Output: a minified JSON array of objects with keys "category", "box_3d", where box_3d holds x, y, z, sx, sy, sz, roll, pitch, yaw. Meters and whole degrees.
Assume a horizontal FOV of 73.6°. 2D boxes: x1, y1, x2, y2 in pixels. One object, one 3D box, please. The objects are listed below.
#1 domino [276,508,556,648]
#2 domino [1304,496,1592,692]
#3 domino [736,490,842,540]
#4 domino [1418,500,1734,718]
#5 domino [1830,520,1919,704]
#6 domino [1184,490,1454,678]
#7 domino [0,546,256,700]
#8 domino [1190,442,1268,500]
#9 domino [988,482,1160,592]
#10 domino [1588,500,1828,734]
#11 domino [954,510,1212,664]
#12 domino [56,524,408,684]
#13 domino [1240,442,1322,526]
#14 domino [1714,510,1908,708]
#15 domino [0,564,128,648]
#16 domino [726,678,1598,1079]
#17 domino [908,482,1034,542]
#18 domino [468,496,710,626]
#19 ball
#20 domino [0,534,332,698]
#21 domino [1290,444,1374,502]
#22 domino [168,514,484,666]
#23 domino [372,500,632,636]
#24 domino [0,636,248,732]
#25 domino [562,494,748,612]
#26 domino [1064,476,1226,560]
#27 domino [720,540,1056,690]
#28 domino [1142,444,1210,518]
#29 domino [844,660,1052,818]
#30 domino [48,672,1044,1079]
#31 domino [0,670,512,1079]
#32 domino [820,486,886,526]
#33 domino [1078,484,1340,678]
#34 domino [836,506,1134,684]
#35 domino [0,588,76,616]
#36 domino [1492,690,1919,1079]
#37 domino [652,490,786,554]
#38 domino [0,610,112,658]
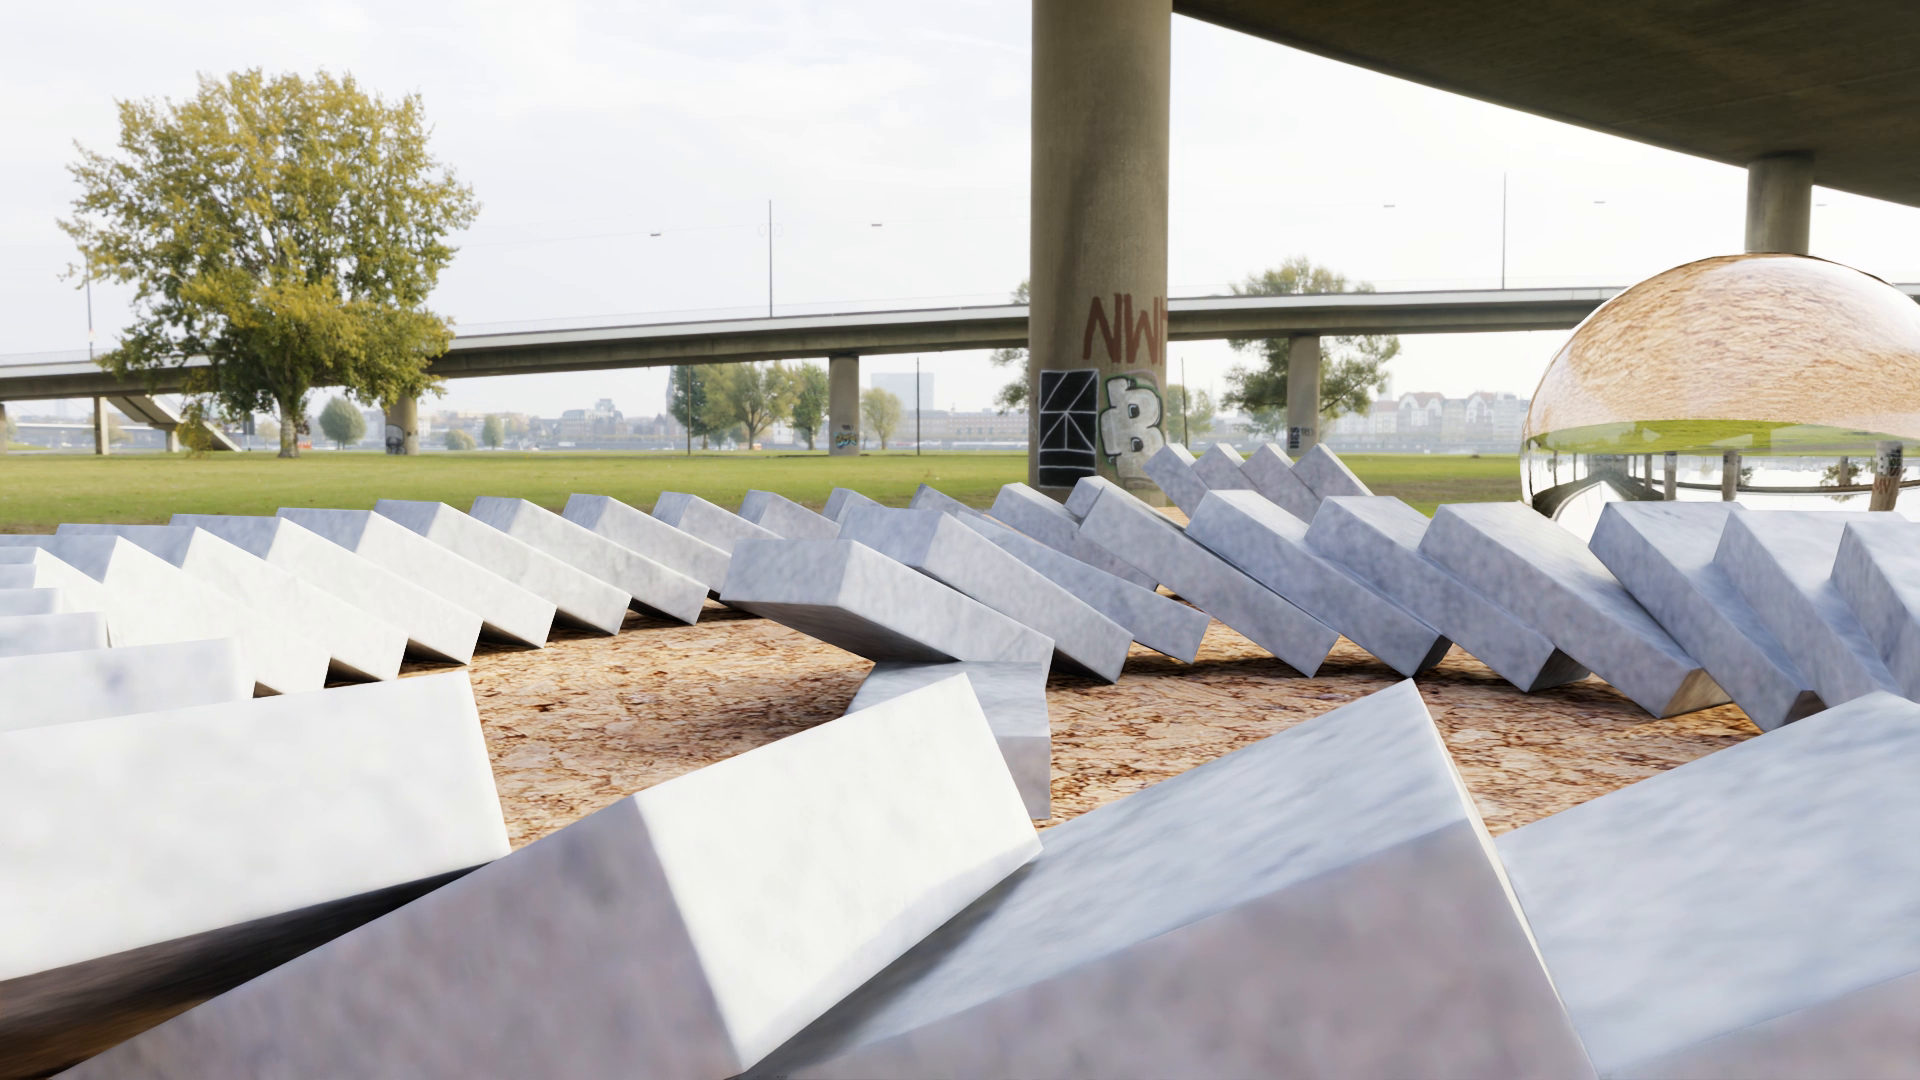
[{"category":"domino","box_3d":[-0.107,0.008,0.253,0.025,0.010,0.050,2,-22,26]},{"category":"domino","box_3d":[0.092,0.008,0.238,0.025,0.009,0.050,-2,33,-42]},{"category":"domino","box_3d":[-0.032,0.002,0.338,0.050,0.010,0.025,26,-7,-23]},{"category":"domino","box_3d":[0.107,0.010,0.221,0.025,0.010,0.050,-3,33,-35]},{"category":"domino","box_3d":[0.131,0.015,0.157,0.025,0.009,0.050,1,32,14]},{"category":"domino","box_3d":[0.070,0.007,0.248,0.050,0.010,0.025,36,20,26]},{"category":"domino","box_3d":[-0.115,0.015,0.162,0.025,0.010,0.050,0,-23,-2]},{"category":"domino","box_3d":[0.085,-0.005,0.351,0.010,0.050,0.025,-45,-11,17]},{"category":"domino","box_3d":[0.034,0.000,0.363,0.050,0.009,0.025,28,10,10]},{"category":"domino","box_3d":[0.125,0.011,0.202,0.025,0.010,0.050,0,33,-8]},{"category":"domino","box_3d":[0.021,0.009,0.246,0.050,0.009,0.025,23,-2,-1]},{"category":"domino","box_3d":[-0.117,0.012,0.209,0.025,0.010,0.050,1,-22,15]},{"category":"domino","box_3d":[0.097,-0.005,0.345,0.009,0.050,0.025,-45,-11,17]},{"category":"domino","box_3d":[0.131,0.013,0.180,0.025,0.010,0.050,1,33,4]},{"category":"domino","box_3d":[-0.106,0.017,0.140,0.025,0.009,0.050,-1,-22,-15]},{"category":"domino","box_3d":[0.000,0.023,0.059,0.050,0.009,0.025,-26,-3,16]},{"category":"domino","box_3d":[0.010,0.000,0.357,0.050,0.010,0.025,27,1,-7]},{"category":"domino","box_3d":[-0.085,0.005,0.295,0.050,0.009,0.025,31,-17,-39]},{"category":"ball","box_3d":[0.155,-0.017,0.256,0.080,0.080,0.080,0,4,0]},{"category":"domino","box_3d":[-0.117,0.013,0.185,0.025,0.010,0.050,0,-22,6]},{"category":"domino","box_3d":[0.110,-0.004,0.341,0.010,0.050,0.025,-45,-11,17]},{"category":"domino","box_3d":[-0.114,0.010,0.232,0.025,0.009,0.050,2,-22,22]},{"category":"domino","box_3d":[-0.098,0.006,0.275,0.025,0.009,0.050,3,-22,39]},{"category":"domino","box_3d":[-0.065,0.021,0.085,0.025,0.009,0.050,-4,-21,-39]},{"category":"domino","box_3d":[-0.070,0.004,0.311,0.050,0.009,0.025,29,-13,-33]},{"category":"domino","box_3d":[0.055,-0.001,0.360,0.050,0.009,0.025,32,13,14]},{"category":"domino","box_3d":[-0.010,0.013,0.202,0.025,0.009,0.050,0,-20,41]},{"category":"domino","box_3d":[0.073,-0.005,0.356,0.009,0.050,0.025,-45,-10,16]},{"category":"domino","box_3d":[-0.001,0.025,0.171,0.025,0.009,0.050,0,4,2]},{"category":"domino","box_3d":[-0.023,0.022,0.063,0.050,0.010,0.025,-28,-8,25]},{"category":"domino","box_3d":[-0.048,0.022,0.070,0.025,0.009,0.050,-5,-21,-45]},{"category":"domino","box_3d":[-0.012,0.001,0.349,0.050,0.010,0.025,26,-3,-16]},{"category":"domino","box_3d":[0.046,0.007,0.246,0.050,0.009,0.025,32,7,3]},{"category":"domino","box_3d":[0.005,0.010,0.223,0.050,0.009,0.025,33,-17,-37]},{"category":"domino","box_3d":[-0.094,0.018,0.120,0.025,0.009,0.050,-2,-22,-25]},{"category":"domino","box_3d":[0.021,0.023,0.055,0.050,0.009,0.025,-26,-2,14]},{"category":"domino","box_3d":[-0.052,0.003,0.326,0.050,0.009,0.025,27,-10,-28]},{"category":"domino","box_3d":[-0.081,0.020,0.101,0.025,0.009,0.050,-3,-21,-31]}]
